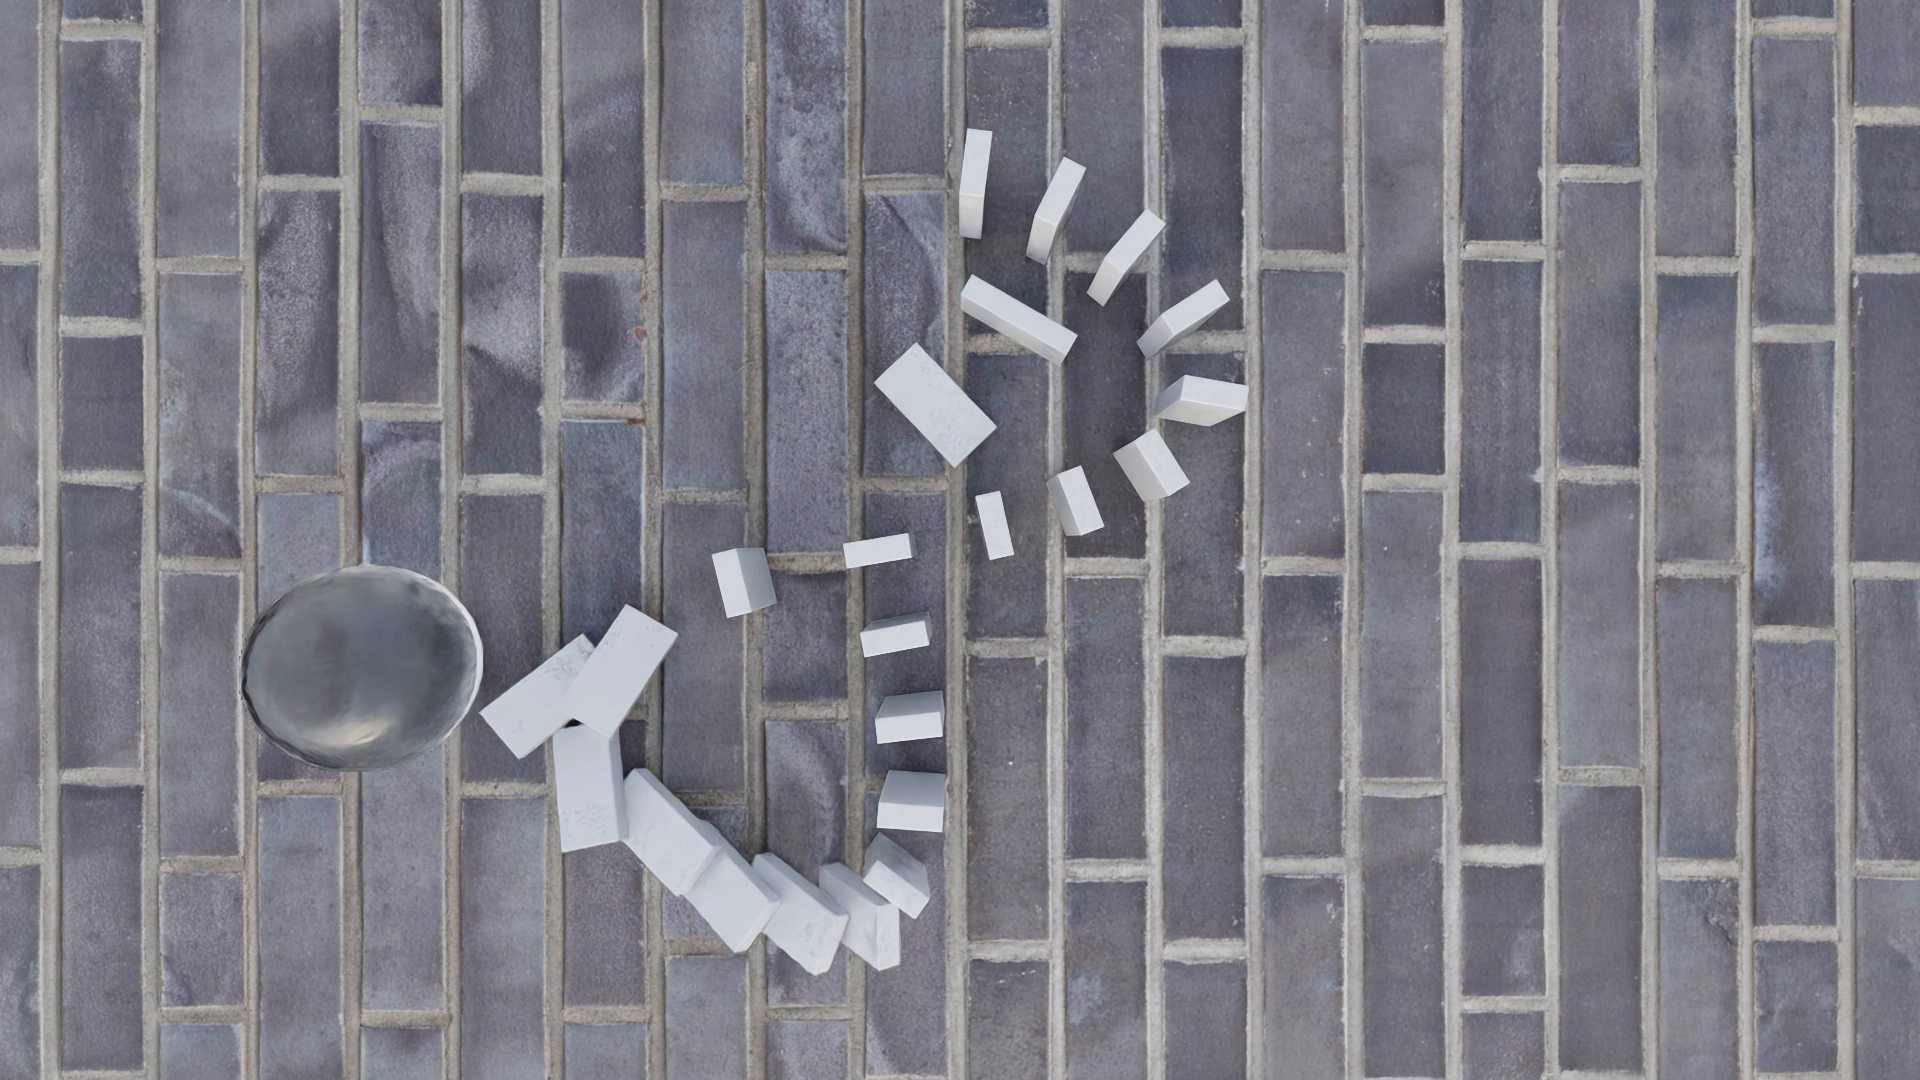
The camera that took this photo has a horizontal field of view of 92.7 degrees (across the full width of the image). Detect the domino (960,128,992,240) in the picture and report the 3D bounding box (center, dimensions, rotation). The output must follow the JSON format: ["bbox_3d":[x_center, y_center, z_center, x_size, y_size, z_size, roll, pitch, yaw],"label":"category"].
[{"bbox_3d":[0.006,-0.144,0.375,0.010,0.050,0.025,7,90,0],"label":"domino"}]

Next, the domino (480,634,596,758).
[{"bbox_3d":[-0.172,0.066,0.388,0.050,0.010,0.025,-40,90,-17],"label":"domino"}]

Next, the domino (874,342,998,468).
[{"bbox_3d":[-0.011,-0.058,0.395,0.025,0.009,0.050,-44,90,0],"label":"domino"}]

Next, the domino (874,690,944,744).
[{"bbox_3d":[-0.020,0.072,0.375,0.025,0.050,0.009,-7,90,0],"label":"domino"}]

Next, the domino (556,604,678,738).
[{"bbox_3d":[-0.144,0.055,0.387,0.025,0.009,0.050,31,73,-6],"label":"domino"}]

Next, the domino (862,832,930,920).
[{"bbox_3d":[-0.026,0.136,0.375,0.025,0.050,0.010,36,83,0],"label":"domino"}]

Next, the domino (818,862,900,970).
[{"bbox_3d":[-0.042,0.153,0.377,0.009,0.050,0.025,-1,92,-35],"label":"domino"}]

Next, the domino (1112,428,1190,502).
[{"bbox_3d":[0.077,-0.030,0.375,0.010,0.050,0.025,-33,90,0],"label":"domino"}]

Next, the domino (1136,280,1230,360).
[{"bbox_3d":[0.090,-0.089,0.375,0.025,0.050,0.009,-33,90,0],"label":"domino"}]

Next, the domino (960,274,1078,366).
[{"bbox_3d":[0.024,-0.092,0.388,0.050,0.025,0.009,30,90,0],"label":"domino"}]

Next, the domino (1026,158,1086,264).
[{"bbox_3d":[0.038,-0.133,0.375,0.010,0.050,0.025,27,90,0],"label":"domino"}]

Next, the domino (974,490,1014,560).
[{"bbox_3d":[0.013,-0.006,0.375,0.009,0.050,0.025,-13,90,0],"label":"domino"}]

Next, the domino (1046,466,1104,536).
[{"bbox_3d":[0.046,-0.015,0.375,0.009,0.050,0.025,-21,90,0],"label":"domino"}]

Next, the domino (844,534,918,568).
[{"bbox_3d":[-0.032,0.004,0.375,0.025,0.050,0.010,-10,90,0],"label":"domino"}]

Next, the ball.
[{"bbox_3d":[-0.232,0.050,0.360,0.080,0.080,0.080,0,90,0],"label":"ball"}]

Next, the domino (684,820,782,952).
[{"bbox_3d":[-0.101,0.145,0.385,0.050,0.009,0.025,36,90,25],"label":"domino"}]

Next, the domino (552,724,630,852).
[{"bbox_3d":[-0.156,0.104,0.388,0.025,0.010,0.050,-13,76,6],"label":"domino"}]

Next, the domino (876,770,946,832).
[{"bbox_3d":[-0.019,0.106,0.375,0.025,0.050,0.009,4,90,0],"label":"domino"}]

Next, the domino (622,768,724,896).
[{"bbox_3d":[-0.127,0.123,0.388,0.050,0.009,0.025,36,90,19],"label":"domino"}]

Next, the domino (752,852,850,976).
[{"bbox_3d":[-0.070,0.154,0.382,0.050,0.009,0.025,21,90,35],"label":"domino"}]

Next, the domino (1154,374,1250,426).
[{"bbox_3d":[0.097,-0.056,0.375,0.025,0.050,0.009,10,90,0],"label":"domino"}]

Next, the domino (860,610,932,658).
[{"bbox_3d":[-0.025,0.038,0.375,0.025,0.050,0.010,-11,90,0],"label":"domino"}]

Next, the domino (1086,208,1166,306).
[{"bbox_3d":[0.067,-0.114,0.375,0.010,0.050,0.025,40,90,0],"label":"domino"}]

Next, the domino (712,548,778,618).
[{"bbox_3d":[-0.087,0.017,0.375,0.010,0.050,0.025,-14,90,0],"label":"domino"}]
